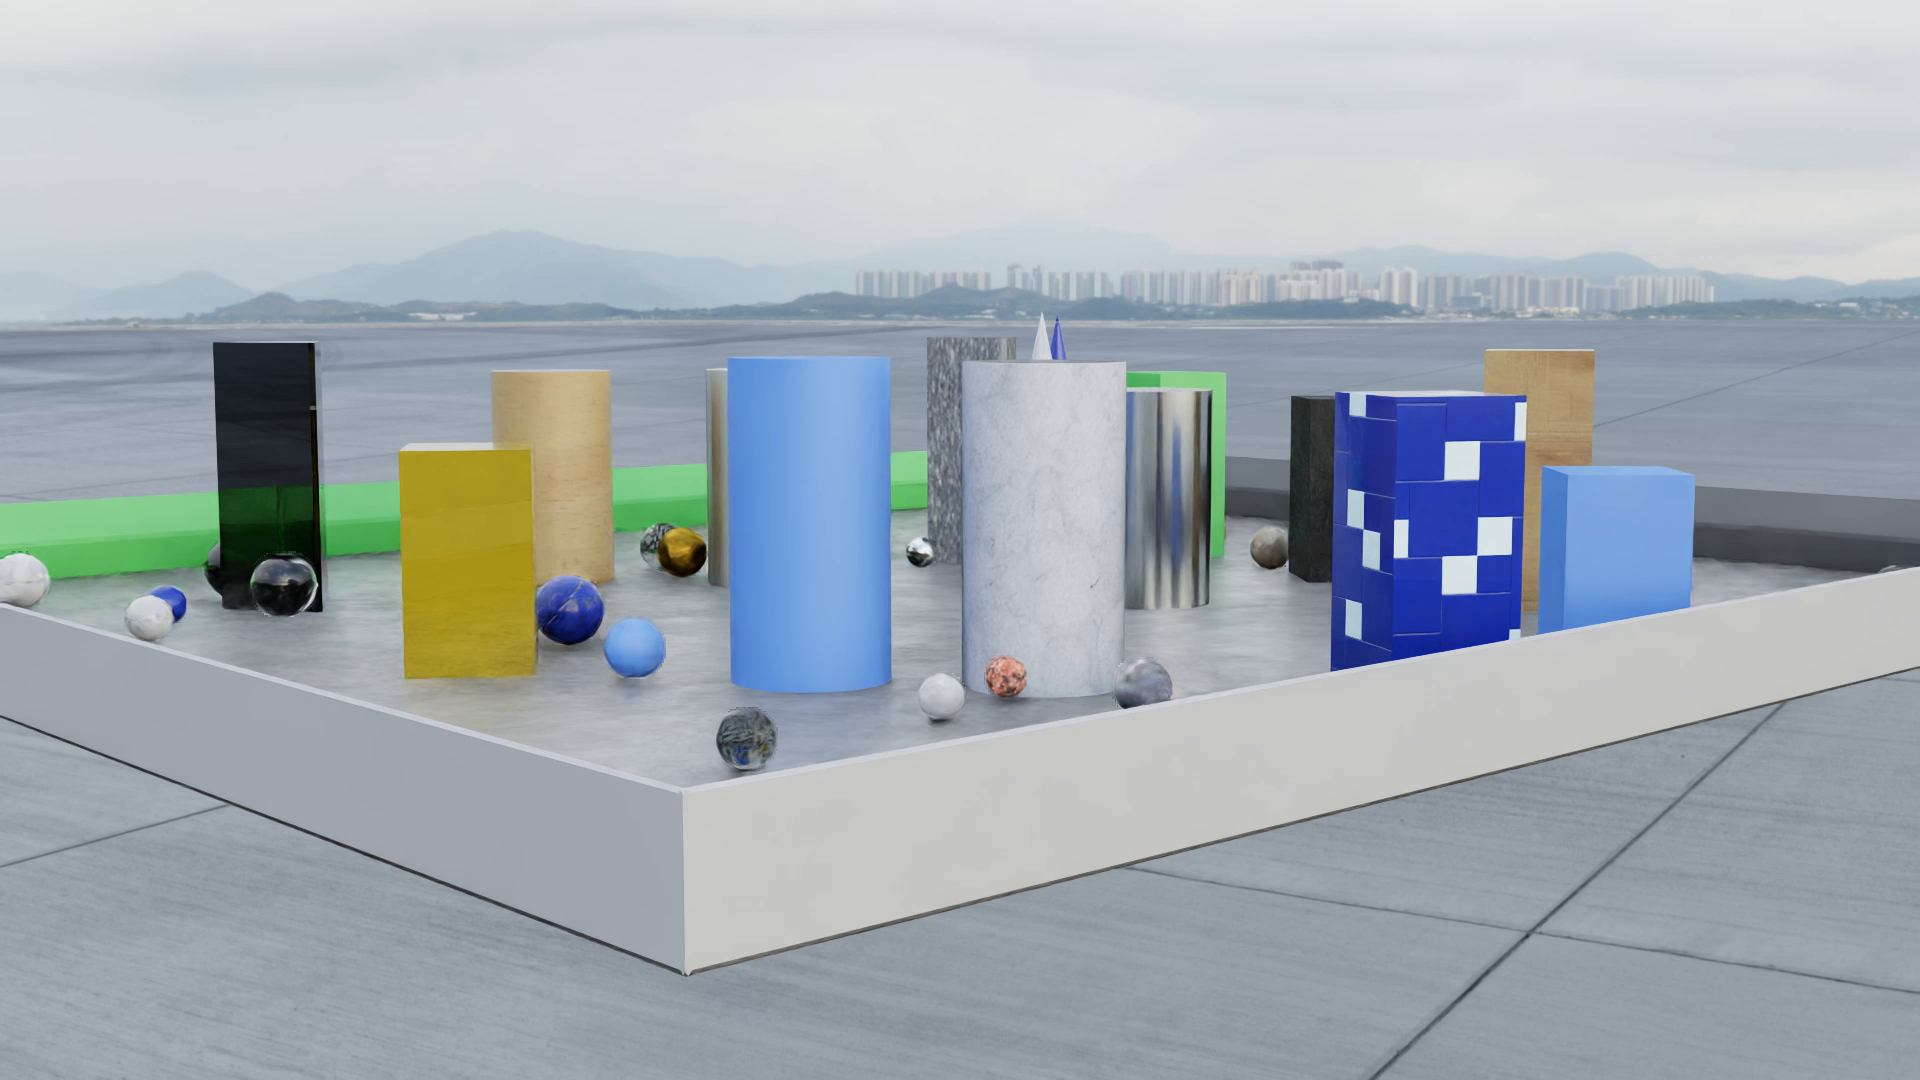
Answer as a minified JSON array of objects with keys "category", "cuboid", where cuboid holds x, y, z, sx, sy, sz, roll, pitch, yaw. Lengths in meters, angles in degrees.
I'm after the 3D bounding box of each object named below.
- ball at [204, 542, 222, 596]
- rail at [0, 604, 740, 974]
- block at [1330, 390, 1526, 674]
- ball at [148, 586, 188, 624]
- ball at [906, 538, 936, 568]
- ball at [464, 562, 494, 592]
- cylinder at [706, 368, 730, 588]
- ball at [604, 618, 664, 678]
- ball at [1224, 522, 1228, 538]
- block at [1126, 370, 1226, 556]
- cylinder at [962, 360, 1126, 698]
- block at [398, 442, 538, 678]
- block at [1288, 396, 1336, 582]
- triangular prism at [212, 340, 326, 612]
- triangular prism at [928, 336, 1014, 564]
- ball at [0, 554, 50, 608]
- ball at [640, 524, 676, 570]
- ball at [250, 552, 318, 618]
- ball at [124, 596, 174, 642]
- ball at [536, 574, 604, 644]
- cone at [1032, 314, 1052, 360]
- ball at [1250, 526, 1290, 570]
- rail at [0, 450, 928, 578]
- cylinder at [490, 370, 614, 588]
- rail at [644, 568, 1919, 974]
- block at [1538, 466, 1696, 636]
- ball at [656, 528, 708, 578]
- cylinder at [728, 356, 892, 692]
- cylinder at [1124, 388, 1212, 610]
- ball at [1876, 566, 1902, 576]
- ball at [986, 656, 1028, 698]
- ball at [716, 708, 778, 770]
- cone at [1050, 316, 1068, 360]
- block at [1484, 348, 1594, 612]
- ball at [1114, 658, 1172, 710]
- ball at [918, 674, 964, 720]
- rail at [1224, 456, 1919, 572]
[{"category":"ball","cuboid":[-1.103,0.042,3.358,0.097,0.097,0.097,0,6,0]},{"category":"rail","cuboid":[-1.018,0.131,2.398,0.045,0.126,2.511,-6,8,-42]},{"category":"block","cuboid":[0.523,0.011,2.473,0.155,0.351,0.155,-2,6,-15]},{"category":"ball","cuboid":[-1.123,0.092,3.110,0.056,0.056,0.056,0,6,0]},{"category":"ball","cuboid":[-0.067,0.022,3.805,0.052,0.052,0.052,0,6,0]},{"category":"ball","cuboid":[-0.759,0.058,3.475,0.047,0.047,0.047,0,6,0]},{"category":"cylinder","cuboid":[-0.316,-0.105,3.590,0.194,0.348,0.194,0,6,0]},{"category":"ball","cuboid":[-0.394,0.131,2.663,0.072,0.072,0.072,0,6,0]},{"category":"ball","cuboid":[0.480,-0.018,4.176,0.054,0.054,0.054,0,6,0]},{"category":"block","cuboid":[0.370,-0.138,3.986,0.155,0.331,0.155,-4,7,-35]},{"category":"cylinder","cuboid":[0.099,-0.019,2.606,0.194,0.383,0.194,0,6,0]},{"category":"block","cuboid":[-0.607,0.021,2.731,0.155,0.276,0.155,-1,6,-9]},{"category":"block","cuboid":[0.642,-0.088,3.660,0.155,0.299,0.155,0,6,-3]},{"category":"triangular prism","cuboid":[-1.003,-0.100,3.314,0.168,0.396,0.145,2,6,17]},{"category":"triangular prism","cuboid":[0.053,-0.160,3.886,0.168,0.395,0.145,5,8,37]},{"category":"ball","cuboid":[-1.402,0.061,3.280,0.082,0.082,0.082,0,6,0]},{"category":"ball","cuboid":[-0.505,0.012,3.753,0.081,0.081,0.081,0,6,0]},{"category":"ball","cuboid":[-0.980,0.065,3.190,0.094,0.094,0.094,0,6,0]},{"category":"ball","cuboid":[-1.088,0.106,2.952,0.062,0.062,0.062,0,6,0]},{"category":"ball","cuboid":[-0.521,0.093,2.927,0.093,0.093,0.093,0,6,0]},{"category":"cone","cuboid":[0.109,-0.084,2.935,0.194,0.443,0.194,0,6,0]},{"category":"ball","cuboid":[0.535,0.014,3.779,0.073,0.073,0.073,0,6,0]},{"category":"rail","cuboid":[-0.835,-0.062,4.232,2.817,0.126,0.045,-6,8,-42]},{"category":"cylinder","cuboid":[-0.668,-0.105,3.610,0.194,0.345,0.194,0,6,0]},{"category":"rail","cuboid":[0.835,0.127,2.432,2.817,0.126,0.045,-6,8,-42]},{"category":"block","cuboid":[0.835,0.031,2.808,0.155,0.241,0.155,0,6,3]},{"category":"ball","cuboid":[-0.459,0.020,3.635,0.083,0.083,0.083,0,6,0]},{"category":"cylinder","cuboid":[-0.180,-0.025,2.638,0.194,0.387,0.194,0,6,0]},{"category":"cylinder","cuboid":[0.285,-0.067,3.347,0.194,0.323,0.194,0,6,0]},{"category":"ball","cuboid":[1.441,0.065,3.398,0.050,0.050,0.050,0,6,0]},{"category":"ball","cuboid":[0.053,0.156,2.511,0.047,0.047,0.047,0,6,0]},{"category":"ball","cuboid":[-0.207,0.193,2.133,0.059,0.059,0.059,0,6,0]},{"category":"cone","cuboid":[0.184,-0.210,4.173,0.194,0.435,0.194,0,6,0]},{"category":"block","cuboid":[0.866,-0.093,3.303,0.155,0.384,0.155,2,6,15]},{"category":"ball","cuboid":[0.200,0.162,2.408,0.064,0.064,0.064,0,6,0]},{"category":"ball","cuboid":[-0.020,0.171,2.391,0.050,0.050,0.050,0,6,0]},{"category":"rail","cuboid":[1.018,-0.065,4.266,0.045,0.126,2.511,-6,8,-42]}]
